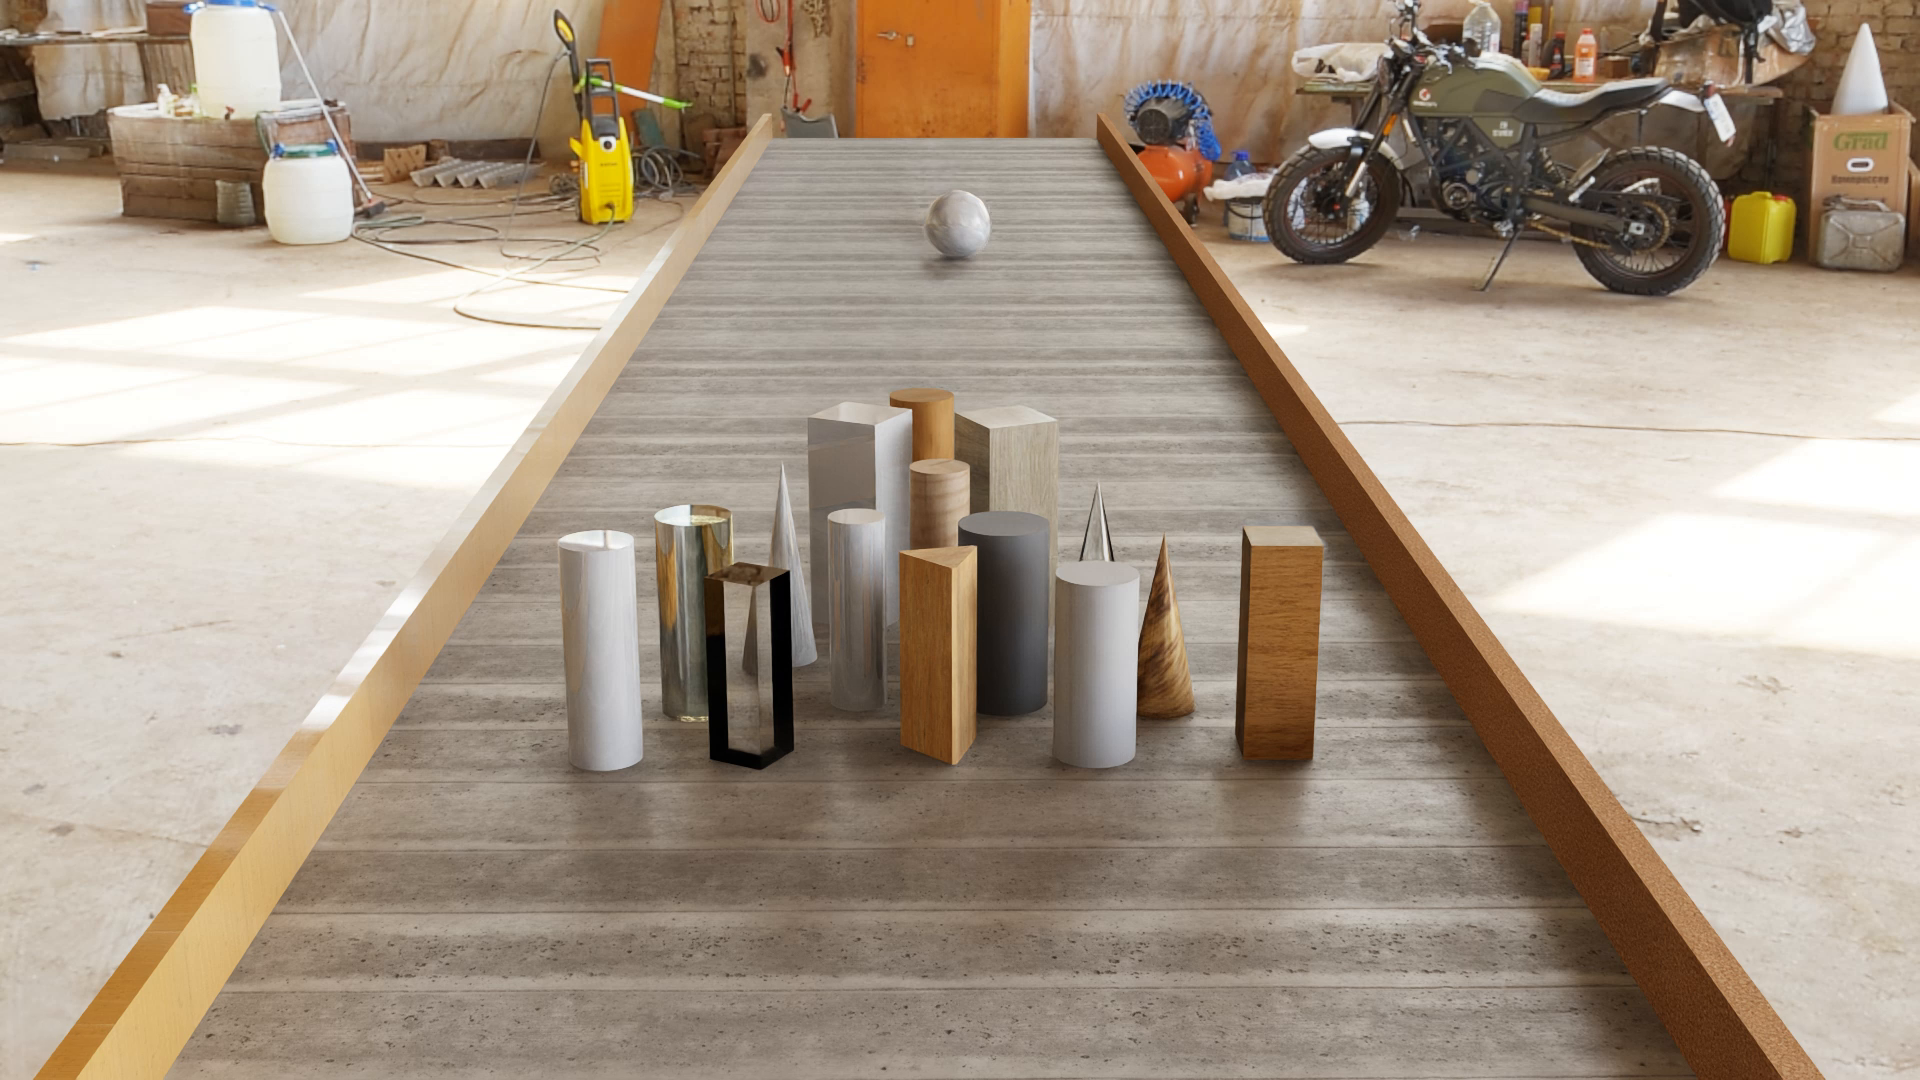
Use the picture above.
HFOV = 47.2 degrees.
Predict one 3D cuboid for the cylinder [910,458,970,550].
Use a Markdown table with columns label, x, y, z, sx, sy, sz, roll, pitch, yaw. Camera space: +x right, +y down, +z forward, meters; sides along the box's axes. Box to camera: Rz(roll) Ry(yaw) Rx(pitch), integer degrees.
| label | x | y | z | sx | sy | sz | roll | pitch | yaw |
| --- | --- | --- | --- | --- | --- | --- | --- | --- | --- |
| cylinder | -0.040 | 0.041 | 4.403 | 0.120 | 0.390 | 0.120 | 0 | 17 | 0 |

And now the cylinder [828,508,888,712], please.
| label | x | y | z | sx | sy | sz | roll | pitch | yaw |
| --- | --- | --- | --- | --- | --- | --- | --- | --- | --- |
| cylinder | -0.192 | 0.131 | 4.141 | 0.108 | 0.367 | 0.108 | 0 | 17 | 0 |

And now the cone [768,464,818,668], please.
| label | x | y | z | sx | sy | sz | roll | pitch | yaw |
| --- | --- | --- | --- | --- | --- | --- | --- | --- | --- |
| cone | -0.349 | 0.039 | 4.373 | 0.124 | 0.411 | 0.124 | 0 | 17 | 0 |

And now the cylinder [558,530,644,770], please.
| label | x | y | z | sx | sy | sz | roll | pitch | yaw |
| --- | --- | --- | --- | --- | --- | --- | --- | --- | --- |
| cylinder | -0.631 | 0.194 | 3.869 | 0.131 | 0.402 | 0.131 | 0 | 17 | 0 |

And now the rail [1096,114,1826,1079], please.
| label | x | y | z | sx | sy | sz | roll | pitch | yaw |
| --- | --- | --- | --- | --- | --- | --- | --- | --- | --- |
| rail | 0.932 | -0.844 | 7.801 | 0.050 | 0.150 | 12.000 | 0 | 17 | -1 |

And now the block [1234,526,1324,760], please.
| label | x | y | z | sx | sy | sz | roll | pitch | yaw |
| --- | --- | --- | --- | --- | --- | --- | --- | --- | --- |
| block | 0.566 | 0.182 | 3.918 | 0.124 | 0.397 | 0.124 | 0 | 17 | 0 |

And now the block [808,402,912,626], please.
| label | x | y | z | sx | sy | sz | roll | pitch | yaw |
| --- | --- | --- | --- | --- | --- | --- | --- | --- | --- |
| block | -0.207 | -0.051 | 4.619 | 0.159 | 0.443 | 0.159 | 8 | 18 | 26 |

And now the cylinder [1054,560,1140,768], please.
| label | x | y | z | sx | sy | sz | roll | pitch | yaw |
| --- | --- | --- | --- | --- | --- | --- | --- | --- | --- |
| cylinder | 0.241 | 0.219 | 3.898 | 0.147 | 0.337 | 0.147 | 0 | 17 | 0 |

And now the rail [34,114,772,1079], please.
| label | x | y | z | sx | sy | sz | roll | pitch | yaw |
| --- | --- | --- | --- | --- | --- | --- | --- | --- | --- |
| rail | -1.118 | -0.838 | 7.780 | 0.050 | 0.150 | 12.000 | 0 | 17 | -1 |

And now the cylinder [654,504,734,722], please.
| label | x | y | z | sx | sy | sz | roll | pitch | yaw |
| --- | --- | --- | --- | --- | --- | --- | --- | --- | --- |
| cylinder | -0.491 | 0.136 | 4.102 | 0.142 | 0.380 | 0.142 | 0 | 17 | 0 |

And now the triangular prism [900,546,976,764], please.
| label | x | y | z | sx | sy | sz | roll | pitch | yaw |
| --- | --- | --- | --- | --- | --- | --- | --- | --- | --- |
| triangular prism | -0.015 | 0.197 | 3.926 | 0.120 | 0.364 | 0.139 | -16 | 23 | -42 |

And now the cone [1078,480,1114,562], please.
| label | x | y | z | sx | sy | sz | roll | pitch | yaw |
| --- | --- | --- | --- | --- | --- | --- | --- | --- | --- |
| cone | 0.273 | 0.055 | 4.384 | 0.154 | 0.374 | 0.154 | 0 | 17 | 0 |

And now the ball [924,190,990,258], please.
| label | x | y | z | sx | sy | sz | roll | pitch | yaw |
| --- | --- | --- | --- | --- | --- | --- | --- | --- | --- |
| ball | -0.011 | -1.318 | 9.175 | 0.276 | 0.276 | 0.276 | 0 | 17 | 0 |

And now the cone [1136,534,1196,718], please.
| label | x | y | z | sx | sy | sz | roll | pitch | yaw |
| --- | --- | --- | --- | --- | --- | --- | --- | --- | --- |
| cone | 0.379 | 0.149 | 4.120 | 0.137 | 0.344 | 0.137 | 0 | 17 | 0 |

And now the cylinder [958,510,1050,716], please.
| label | x | y | z | sx | sy | sz | roll | pitch | yaw |
| --- | --- | --- | --- | --- | --- | --- | --- | --- | --- |
| cylinder | 0.082 | 0.137 | 4.151 | 0.171 | 0.351 | 0.171 | 0 | 17 | 0 |

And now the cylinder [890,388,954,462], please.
| label | x | y | z | sx | sy | sz | roll | pitch | yaw |
| --- | --- | --- | --- | --- | --- | --- | --- | --- | --- |
| cylinder | -0.084 | -0.116 | 4.880 | 0.141 | 0.421 | 0.141 | 0 | 17 | 0 |

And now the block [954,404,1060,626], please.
| label | x | y | z | sx | sy | sz | roll | pitch | yaw |
| --- | --- | --- | --- | --- | --- | --- | --- | --- | --- |
| block | 0.096 | -0.043 | 4.598 | 0.160 | 0.442 | 0.160 | -8 | 18 | -25 |

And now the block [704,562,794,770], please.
| label | x | y | z | sx | sy | sz | roll | pitch | yaw |
| --- | --- | --- | --- | --- | --- | --- | --- | --- | --- |
| block | -0.372 | 0.222 | 3.887 | 0.108 | 0.339 | 0.108 | 9 | 19 | 27 |
